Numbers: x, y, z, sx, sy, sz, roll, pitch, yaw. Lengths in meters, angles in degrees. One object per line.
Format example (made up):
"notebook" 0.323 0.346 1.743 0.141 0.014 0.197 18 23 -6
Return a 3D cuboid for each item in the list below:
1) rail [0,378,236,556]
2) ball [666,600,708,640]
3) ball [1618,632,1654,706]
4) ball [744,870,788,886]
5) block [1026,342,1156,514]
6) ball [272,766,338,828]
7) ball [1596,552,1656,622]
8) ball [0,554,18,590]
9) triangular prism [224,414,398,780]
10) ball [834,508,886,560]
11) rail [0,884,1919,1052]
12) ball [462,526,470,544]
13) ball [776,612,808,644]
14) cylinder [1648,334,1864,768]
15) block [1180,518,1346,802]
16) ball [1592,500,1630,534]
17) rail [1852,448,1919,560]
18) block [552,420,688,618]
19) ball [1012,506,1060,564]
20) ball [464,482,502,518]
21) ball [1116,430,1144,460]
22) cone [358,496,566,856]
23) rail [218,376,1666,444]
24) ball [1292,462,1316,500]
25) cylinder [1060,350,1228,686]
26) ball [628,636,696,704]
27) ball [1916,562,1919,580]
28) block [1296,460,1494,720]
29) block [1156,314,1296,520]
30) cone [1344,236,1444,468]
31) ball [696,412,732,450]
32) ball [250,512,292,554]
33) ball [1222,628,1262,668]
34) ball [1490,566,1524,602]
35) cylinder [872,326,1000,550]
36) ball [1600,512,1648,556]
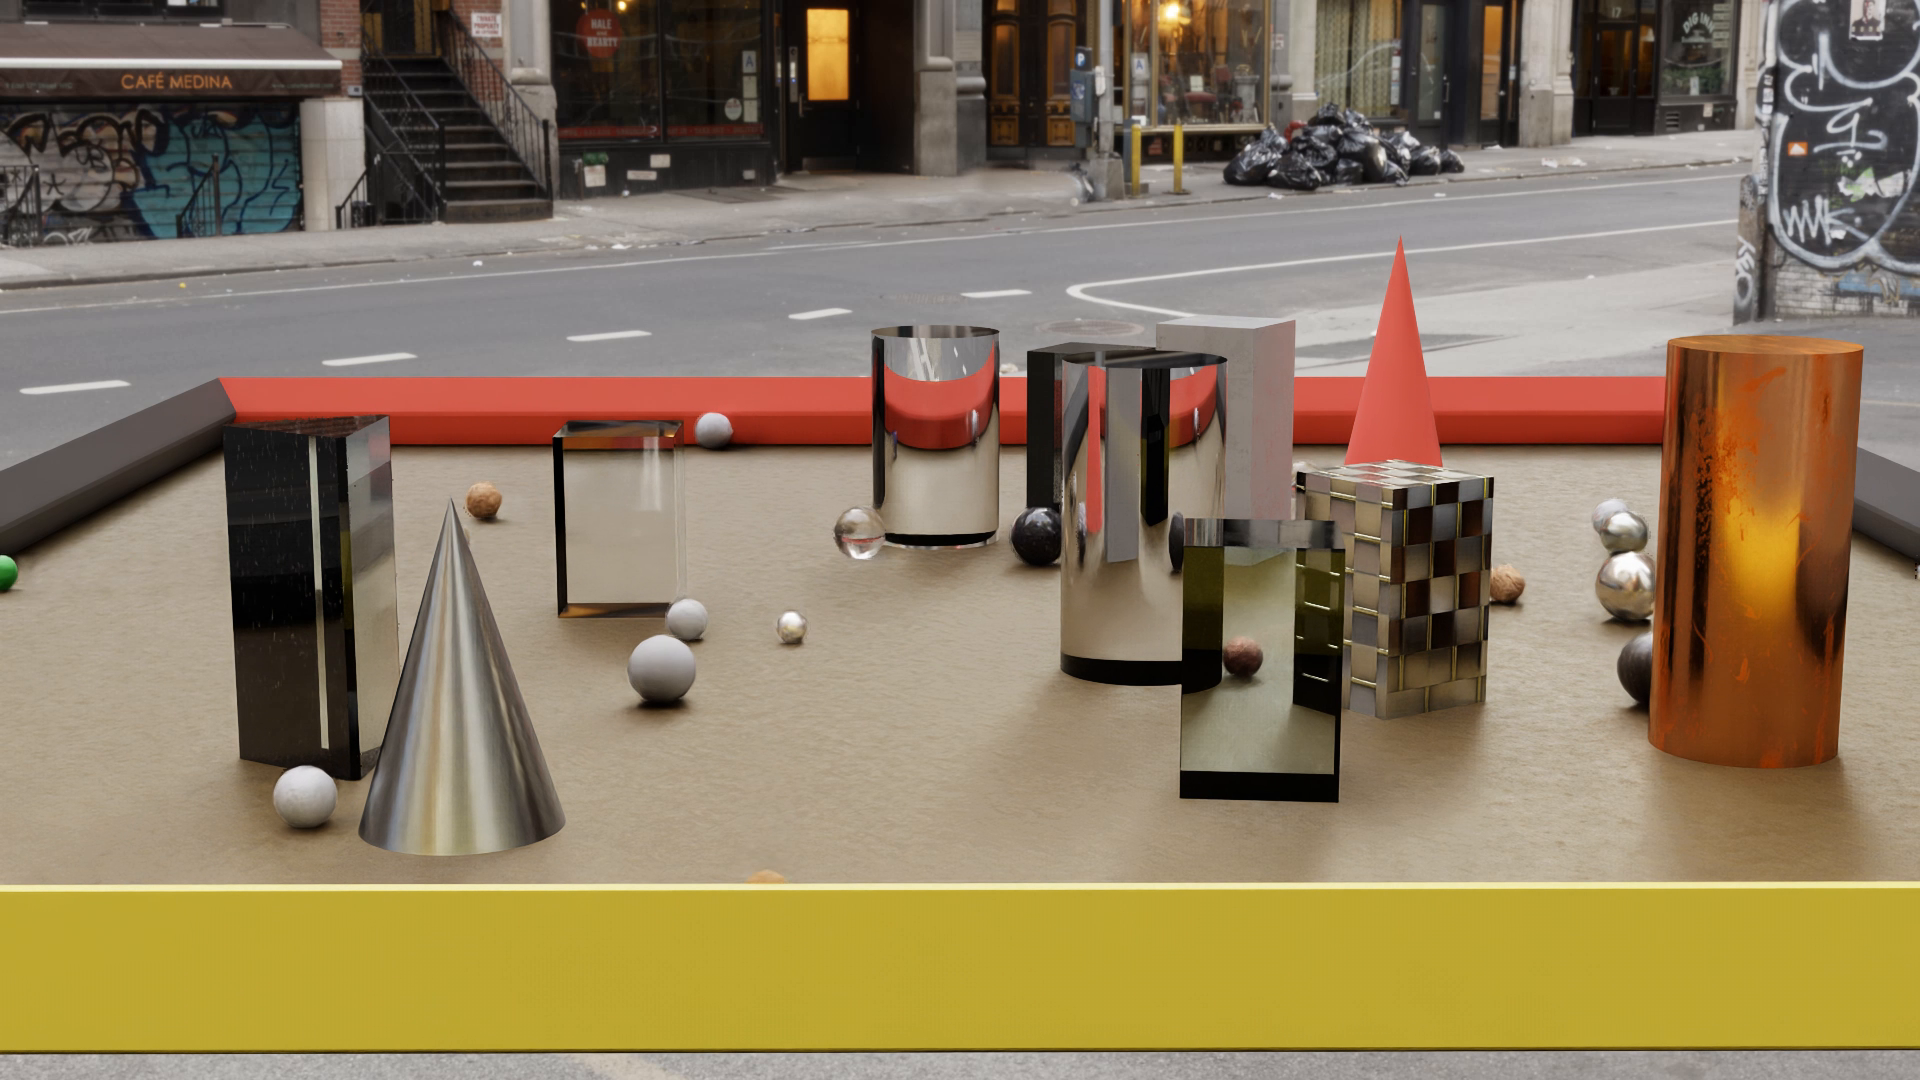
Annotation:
"rail" -1.406 0.035 3.441 0.045 0.129 3.139 0 10 0
"ball" -0.349 0.102 3.289 0.053 0.053 0.053 0 10 0
"ball" 0.800 0.148 2.951 0.086 0.086 0.086 0 10 0
"ball" -0.168 0.306 2.217 0.042 0.042 0.042 0 10 0
"block" 0.218 -0.184 4.249 0.159 0.266 0.159 6 12 29
"ball" -0.633 0.248 2.481 0.060 0.060 0.060 0 10 0
"ball" 0.890 0.062 3.401 0.092 0.092 0.092 0 10 0
"ball" -1.348 0.046 3.600 0.050 0.050 0.050 0 10 0
"triangular prism" -0.655 0.053 2.719 0.172 0.358 0.149 7 12 32
"ball" -0.150 -0.010 3.829 0.078 0.078 0.078 0 10 0
"rail" 0.009 0.314 1.929 2.860 0.129 0.045 0 10 0
"ball" -0.763 -0.002 3.888 0.041 0.041 0.041 0 10 0
"ball" -0.214 0.111 3.275 0.041 0.041 0.041 0 10 0
"cylinder" 0.850 0.007 2.749 0.198 0.436 0.198 0 10 0
"block" 0.307 0.120 2.628 0.159 0.259 0.159 1 11 5
"ball" 1.015 -0.032 3.991 0.061 0.061 0.061 0 10 0
"rail" 1.406 0.032 3.457 0.045 0.129 3.139 0 10 0
"block" -0.459 -0.030 3.481 0.159 0.244 0.159 0 10 -1
"ball" 0.119 -0.007 3.786 0.086 0.086 0.086 0 10 0
"ball" -0.776 -0.064 4.173 0.058 0.058 0.058 0 10 0
"ball" 0.317 -0.178 4.798 0.054 0.054 0.054 0 10 0
"cone" -0.483 0.117 2.463 0.198 0.325 0.198 0 10 0
"rail" -0.009 -0.248 4.969 2.860 0.129 0.045 0 10 0
"ball" 0.577 -0.099 4.335 0.067 0.067 0.067 0 10 0
"cylinder" 0.221 -0.031 3.112 0.198 0.379 0.198 0 10 0
"ball" -0.344 0.150 2.964 0.078 0.078 0.078 0 10 0
"ball" 1.368 0.044 3.582 0.060 0.060 0.060 0 10 0
"block" 0.500 0.053 2.974 0.159 0.264 0.159 -7 13 -34
"block" 0.402 -0.160 3.903 0.159 0.346 0.159 6 12 29
"cone" 0.686 -0.247 4.036 0.198 0.467 0.198 0 10 0
"ball" -0.472 -0.209 4.925 0.071 0.071 0.071 0 10 0
"ball" -1.042 -0.011 3.876 0.062 0.062 0.062 0 10 0
"ball" 0.346 0.132 3.144 0.048 0.048 0.048 0 10 0
"ball" 0.748 0.060 3.520 0.052 0.052 0.052 0 10 0
"cylinder" -0.038 -0.162 3.975 0.198 0.323 0.198 0 10 0
"ball" 0.994 -0.007 3.836 0.070 0.070 0.070 0 10 0
